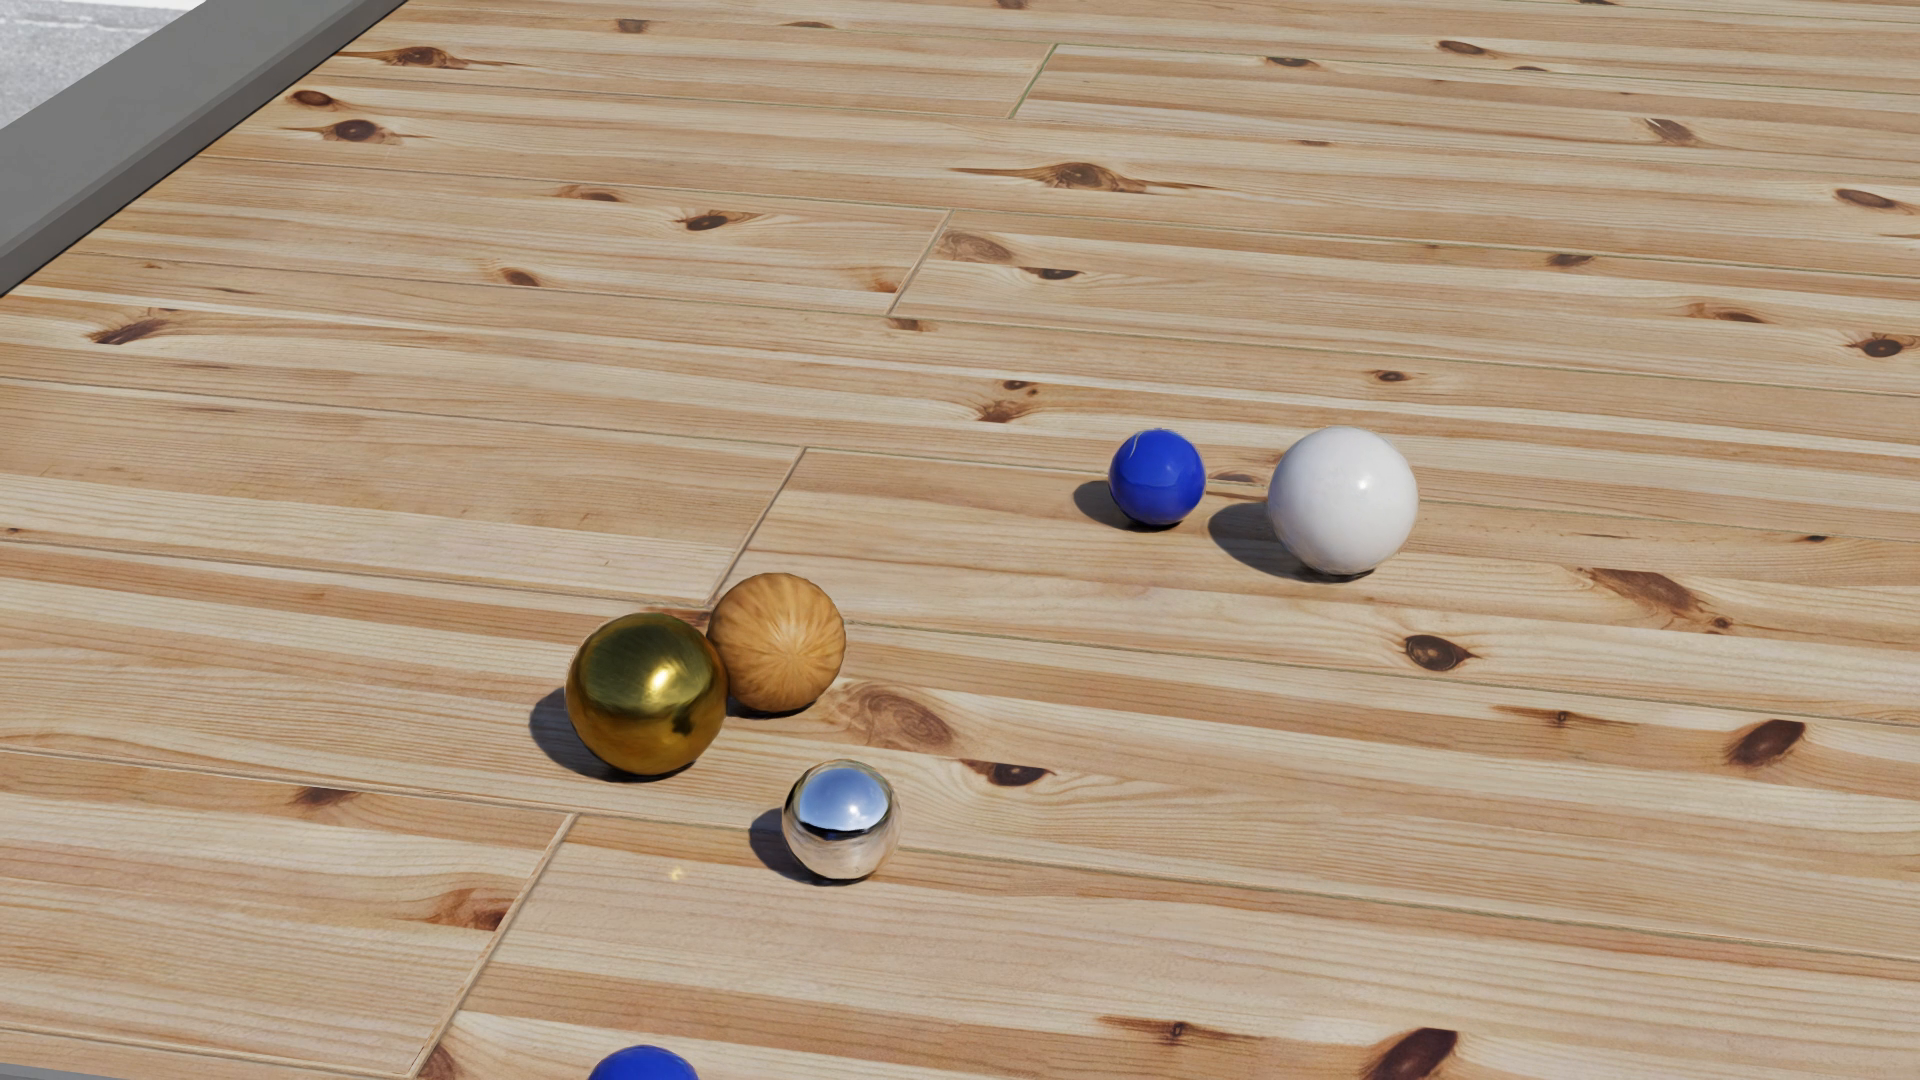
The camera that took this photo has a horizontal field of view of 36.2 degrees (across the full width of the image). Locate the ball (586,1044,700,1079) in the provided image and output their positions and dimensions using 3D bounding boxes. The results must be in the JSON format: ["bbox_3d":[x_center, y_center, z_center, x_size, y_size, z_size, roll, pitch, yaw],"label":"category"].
[{"bbox_3d":[-0.144,0.258,1.331,0.059,0.059,0.059,0,26,0],"label":"ball"}]

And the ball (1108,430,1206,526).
[{"bbox_3d":[0.129,-0.041,1.935,0.064,0.064,0.064,0,26,0],"label":"ball"}]

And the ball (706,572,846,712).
[{"bbox_3d":[-0.107,0.059,1.712,0.082,0.082,0.082,0,26,0],"label":"ball"}]

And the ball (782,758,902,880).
[{"bbox_3d":[-0.062,0.147,1.552,0.064,0.064,0.064,0,26,0],"label":"ball"}]

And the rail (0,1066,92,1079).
[{"bbox_3d":[-0.145,0.283,1.205,1.695,0.123,0.045,5,27,11],"label":"rail"}]

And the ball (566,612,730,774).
[{"bbox_3d":[-0.175,0.086,1.647,0.091,0.091,0.091,0,26,0],"label":"ball"}]

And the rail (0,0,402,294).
[{"bbox_3d":[-0.657,-0.412,2.624,0.045,0.123,2.933,5,27,11],"label":"rail"}]

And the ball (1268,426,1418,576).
[{"bbox_3d":[0.243,-0.025,1.868,0.095,0.095,0.095,0,26,0],"label":"ball"}]
